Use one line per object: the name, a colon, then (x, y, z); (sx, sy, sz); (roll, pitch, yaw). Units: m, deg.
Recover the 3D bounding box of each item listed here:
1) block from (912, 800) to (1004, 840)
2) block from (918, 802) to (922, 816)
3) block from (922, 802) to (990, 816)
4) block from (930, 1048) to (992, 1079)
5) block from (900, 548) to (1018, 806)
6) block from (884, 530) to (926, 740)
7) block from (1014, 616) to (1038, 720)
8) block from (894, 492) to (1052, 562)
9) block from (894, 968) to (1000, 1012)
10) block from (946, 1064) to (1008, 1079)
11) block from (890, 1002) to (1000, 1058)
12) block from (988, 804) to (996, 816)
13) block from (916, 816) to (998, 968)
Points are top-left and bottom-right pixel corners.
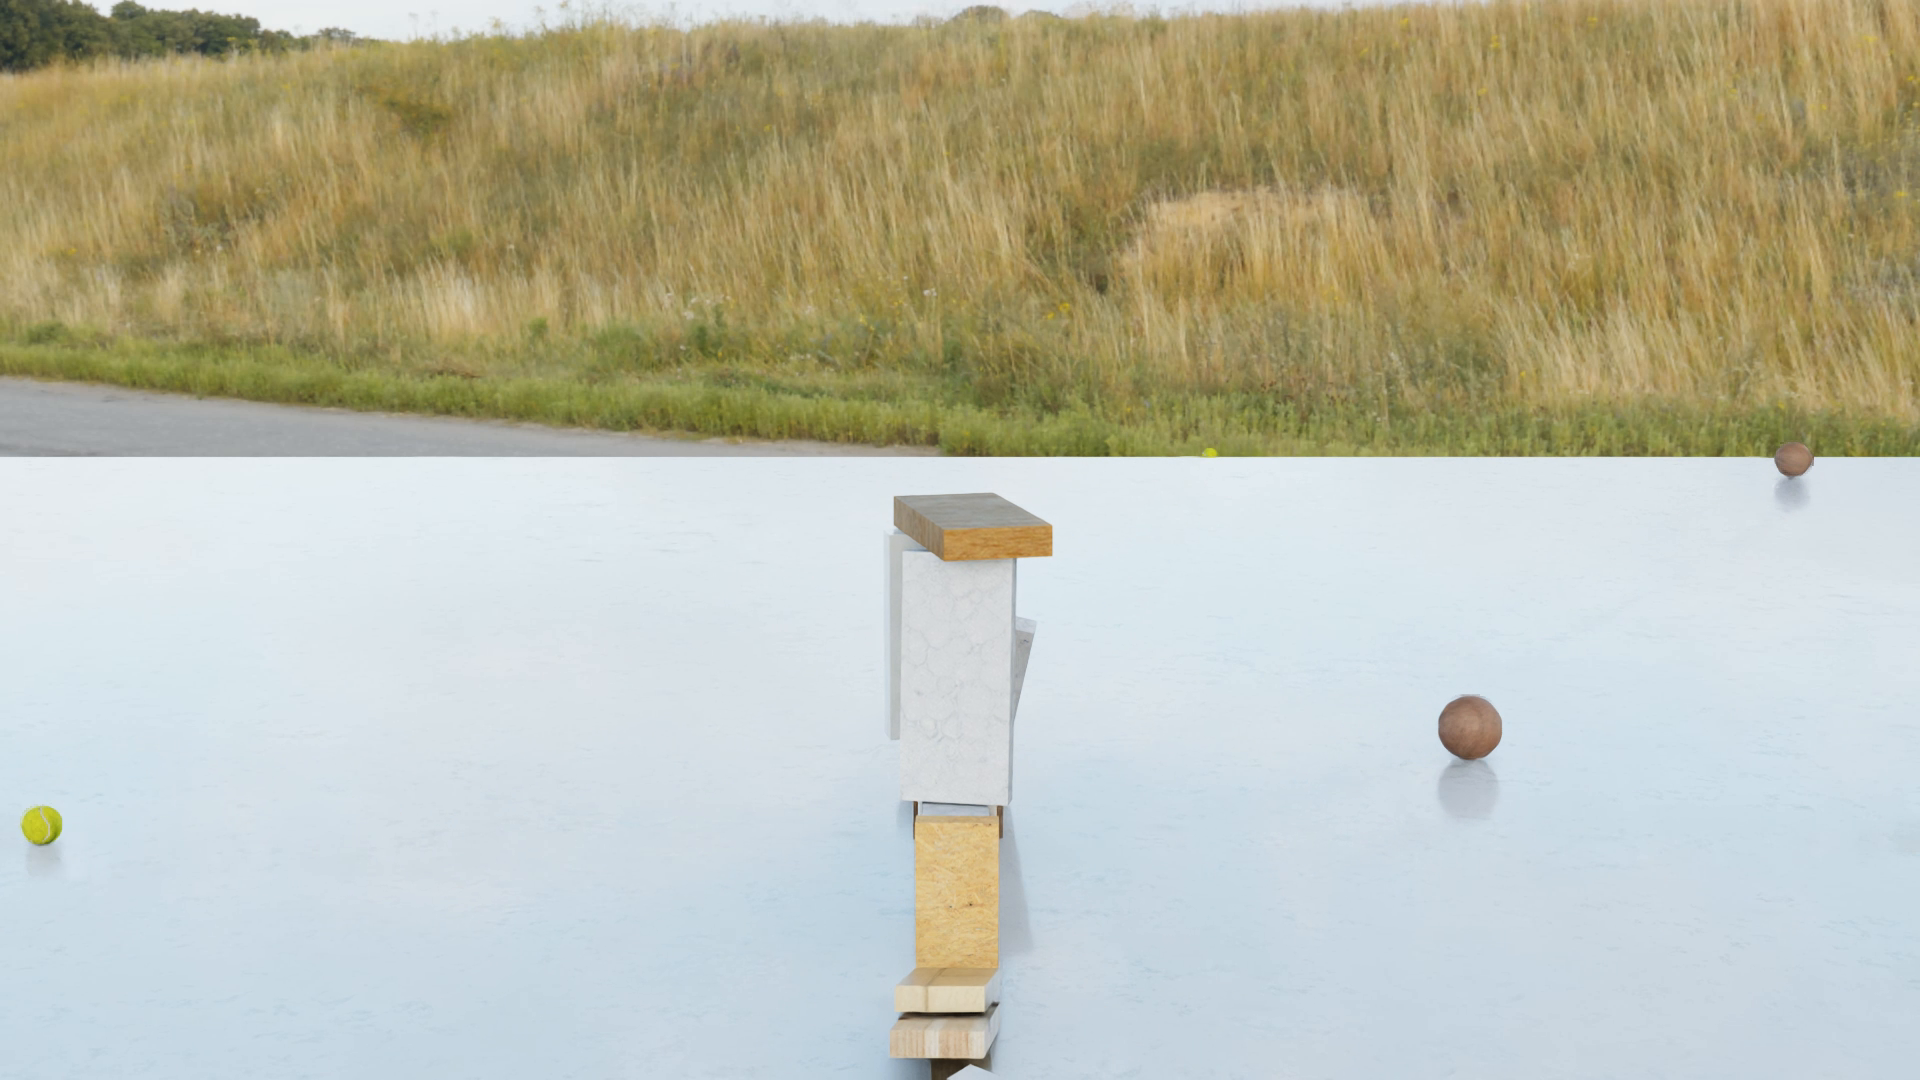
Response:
block: (-0.004, 0.375, 3.943); (0.161, 0.322, 0.046); (-1, 11, -3)
block: (-0.009, 0.454, 3.736); (0.122, 0.244, 0.035); (-1, 10, -4)
block: (-0.008, 0.417, 3.410); (0.101, 0.029, 0.203); (0, 11, -1)
block: (0.002, 0.711, 2.952); (0.081, 0.023, 0.163); (0, 11, -2)
block: (-0.003, 0.210, 3.385); (0.169, 0.386, 0.048); (2, 5, 10)
block: (-0.036, 0.151, 3.581); (0.169, 0.338, 0.048); (-2, 11, -13)
block: (0.049, 0.268, 4.257); (0.147, 0.293, 0.042); (13, 34, 3)
block: (0.015, -0.024, 3.454); (0.169, 0.048, 0.338); (-2, 10, -14)
block: (-0.015, 0.637, 3.116); (0.123, 0.035, 0.247); (-1, -5, 6)
block: (0.093, 0.735, 2.690); (0.298, 0.042, 0.149); (14, 16, 32)
block: (-0.017, 0.666, 3.000); (0.123, 0.035, 0.247); (-1, -3, 6)
block: (-0.002, 0.484, 3.573); (0.122, 0.244, 0.035); (0, 11, 0)
block: (-0.004, 0.536, 3.286); (0.123, 0.247, 0.035); (0, 11, 2)
